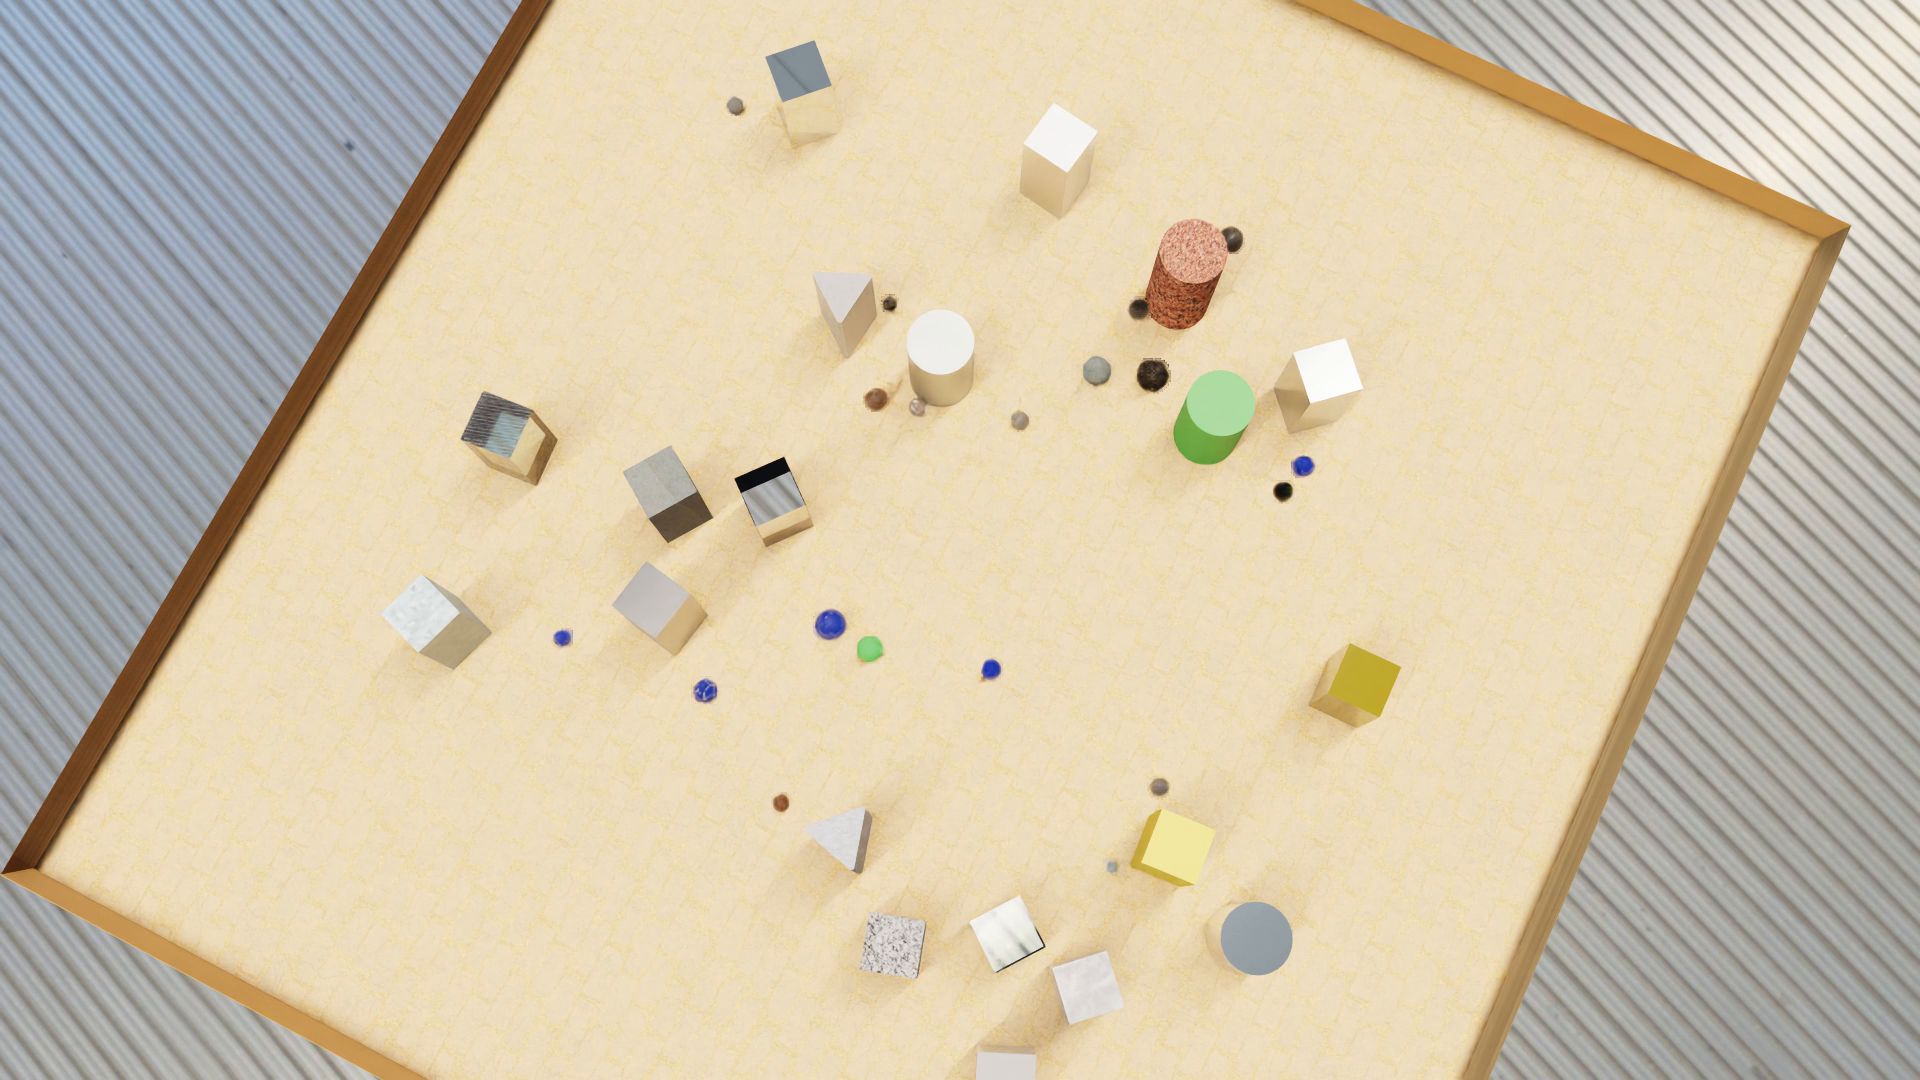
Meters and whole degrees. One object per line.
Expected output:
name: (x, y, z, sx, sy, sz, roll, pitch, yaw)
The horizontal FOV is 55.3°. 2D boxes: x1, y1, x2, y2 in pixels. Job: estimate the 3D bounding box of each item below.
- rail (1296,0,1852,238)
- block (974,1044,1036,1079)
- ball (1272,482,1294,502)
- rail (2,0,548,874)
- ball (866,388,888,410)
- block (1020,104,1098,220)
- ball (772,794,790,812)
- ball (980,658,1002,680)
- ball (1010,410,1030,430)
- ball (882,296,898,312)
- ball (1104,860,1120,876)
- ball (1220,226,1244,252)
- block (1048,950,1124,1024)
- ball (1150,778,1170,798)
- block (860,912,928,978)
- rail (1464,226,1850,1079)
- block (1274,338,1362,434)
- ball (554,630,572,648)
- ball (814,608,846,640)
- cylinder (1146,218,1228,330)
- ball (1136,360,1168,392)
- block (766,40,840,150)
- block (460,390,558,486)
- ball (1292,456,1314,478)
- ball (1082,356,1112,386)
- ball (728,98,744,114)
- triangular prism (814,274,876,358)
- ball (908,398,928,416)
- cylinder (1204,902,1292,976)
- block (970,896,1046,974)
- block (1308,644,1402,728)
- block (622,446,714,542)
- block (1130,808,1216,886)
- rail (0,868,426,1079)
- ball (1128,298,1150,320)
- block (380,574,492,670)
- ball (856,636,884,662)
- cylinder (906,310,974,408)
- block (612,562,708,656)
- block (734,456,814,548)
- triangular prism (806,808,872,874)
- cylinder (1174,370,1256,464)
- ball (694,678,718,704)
rail: (0.940, -1.834, 5.929, 4.065, 0.130, 0.045, 26, 80, 5)
block: (0.123, 1.509, 5.135, 0.160, 0.331, 0.160, 3, 78, 1)
ball: (0.991, -0.148, 5.615, 0.063, 0.063, 0.063, 0, 78, 0)
rail: (-1.797, -0.873, 5.730, 0.045, 0.130, 4.252, 26, 80, 5)
ball: (-0.258, -0.437, 5.672, 0.070, 0.070, 0.070, 0, 78, 0)
block: (0.301, -1.165, 5.664, 0.160, 0.380, 0.160, 35, 80, 7)
ball: (-0.529, 0.780, 5.429, 0.051, 0.051, 0.051, 0, 78, 0)
ball: (0.093, 0.388, 5.504, 0.064, 0.064, 0.064, 0, 78, 0)
ball: (0.184, -0.369, 5.662, 0.060, 0.060, 0.060, 0, 78, 0)
ball: (-0.221, -0.740, 5.745, 0.048, 0.048, 0.048, 0, 78, 0)
ball: (0.448, 0.963, 5.393, 0.047, 0.047, 0.047, 0, 78, 0)
ball: (0.852, -0.946, 5.771, 0.082, 0.082, 0.082, 0, 78, 0)
block: (0.356, 1.269, 5.216, 0.160, 0.270, 0.160, -17, 79, -3)
ball: (0.592, 0.734, 5.435, 0.058, 0.058, 0.058, 0, 78, 0)
block: (-0.188, 1.157, 5.241, 0.160, 0.266, 0.160, 9, 78, 2)
rail: (1.797, 0.887, 5.366, 0.045, 0.130, 4.252, 26, 80, 5)
block: (1.075, -0.459, 5.529, 0.160, 0.358, 0.160, -16, 79, -3)
ball: (-1.199, 0.296, 5.527, 0.055, 0.055, 0.055, 0, 78, 0)
ball: (-0.389, 0.255, 5.514, 0.097, 0.097, 0.097, 0, 78, 0)
cylinder: (0.683, -0.801, 5.564, 0.200, 0.428, 0.200, 0, 78, 0)
ball: (0.595, -0.509, 5.671, 0.100, 0.100, 0.100, 0, 78, 0)
block: (-0.490, -1.388, 5.729, 0.160, 0.343, 0.160, -20, 79, -4)
block: (-1.350, -0.302, 5.504, 0.160, 0.342, 0.160, 21, 79, 4)
ball: (1.056, -0.227, 5.629, 0.067, 0.067, 0.067, 0, 78, 0)
ball: (0.424, -0.524, 5.679, 0.090, 0.090, 0.090, 0, 78, 0)
ball: (-0.720, -1.394, 5.878, 0.053, 0.053, 0.053, 0, 78, 0)
triangular prism: (-0.371, -0.715, 5.585, 0.150, 0.352, 0.173, 32, 80, 6)
ball: (-0.130, -0.412, 5.672, 0.059, 0.059, 0.059, 0, 78, 0)
cylinder: (0.818, 1.132, 5.213, 0.200, 0.332, 0.200, 0, 78, 0)
block: (0.134, 1.130, 5.253, 0.160, 0.253, 0.160, -27, 80, -5)
block: (1.154, 0.430, 5.372, 0.160, 0.306, 0.160, 25, 79, 5)
block: (-0.867, -0.133, 5.462, 0.160, 0.356, 0.160, -30, 80, -6)
block: (0.606, 0.885, 5.247, 0.160, 0.365, 0.160, 22, 79, 4)
rail: (-0.940, 1.848, 5.167, 4.065, 0.130, 0.045, 26, 80, 5)
ball: (0.559, -0.718, 5.718, 0.069, 0.069, 0.069, 0, 78, 0)
block: (-1.531, 0.245, 5.377, 0.160, 0.369, 0.160, 44, 82, 8)
ball: (-0.272, 0.327, 5.508, 0.081, 0.081, 0.081, 0, 78, 0)
cylinder: (-0.058, -0.546, 5.550, 0.200, 0.351, 0.200, 0, 78, 0)
block: (-0.877, 0.207, 5.382, 0.160, 0.376, 0.160, 36, 81, 7)
block: (-0.554, -0.111, 5.488, 0.160, 0.296, 0.160, -24, 79, -5)
triangular prism: (-0.310, 0.831, 5.221, 0.173, 0.437, 0.150, 40, 81, 8)
cylinder: (0.762, -0.364, 5.515, 0.200, 0.346, 0.200, 0, 78, 0)
ball: (-0.761, 0.453, 5.485, 0.074, 0.074, 0.074, 0, 78, 0)
